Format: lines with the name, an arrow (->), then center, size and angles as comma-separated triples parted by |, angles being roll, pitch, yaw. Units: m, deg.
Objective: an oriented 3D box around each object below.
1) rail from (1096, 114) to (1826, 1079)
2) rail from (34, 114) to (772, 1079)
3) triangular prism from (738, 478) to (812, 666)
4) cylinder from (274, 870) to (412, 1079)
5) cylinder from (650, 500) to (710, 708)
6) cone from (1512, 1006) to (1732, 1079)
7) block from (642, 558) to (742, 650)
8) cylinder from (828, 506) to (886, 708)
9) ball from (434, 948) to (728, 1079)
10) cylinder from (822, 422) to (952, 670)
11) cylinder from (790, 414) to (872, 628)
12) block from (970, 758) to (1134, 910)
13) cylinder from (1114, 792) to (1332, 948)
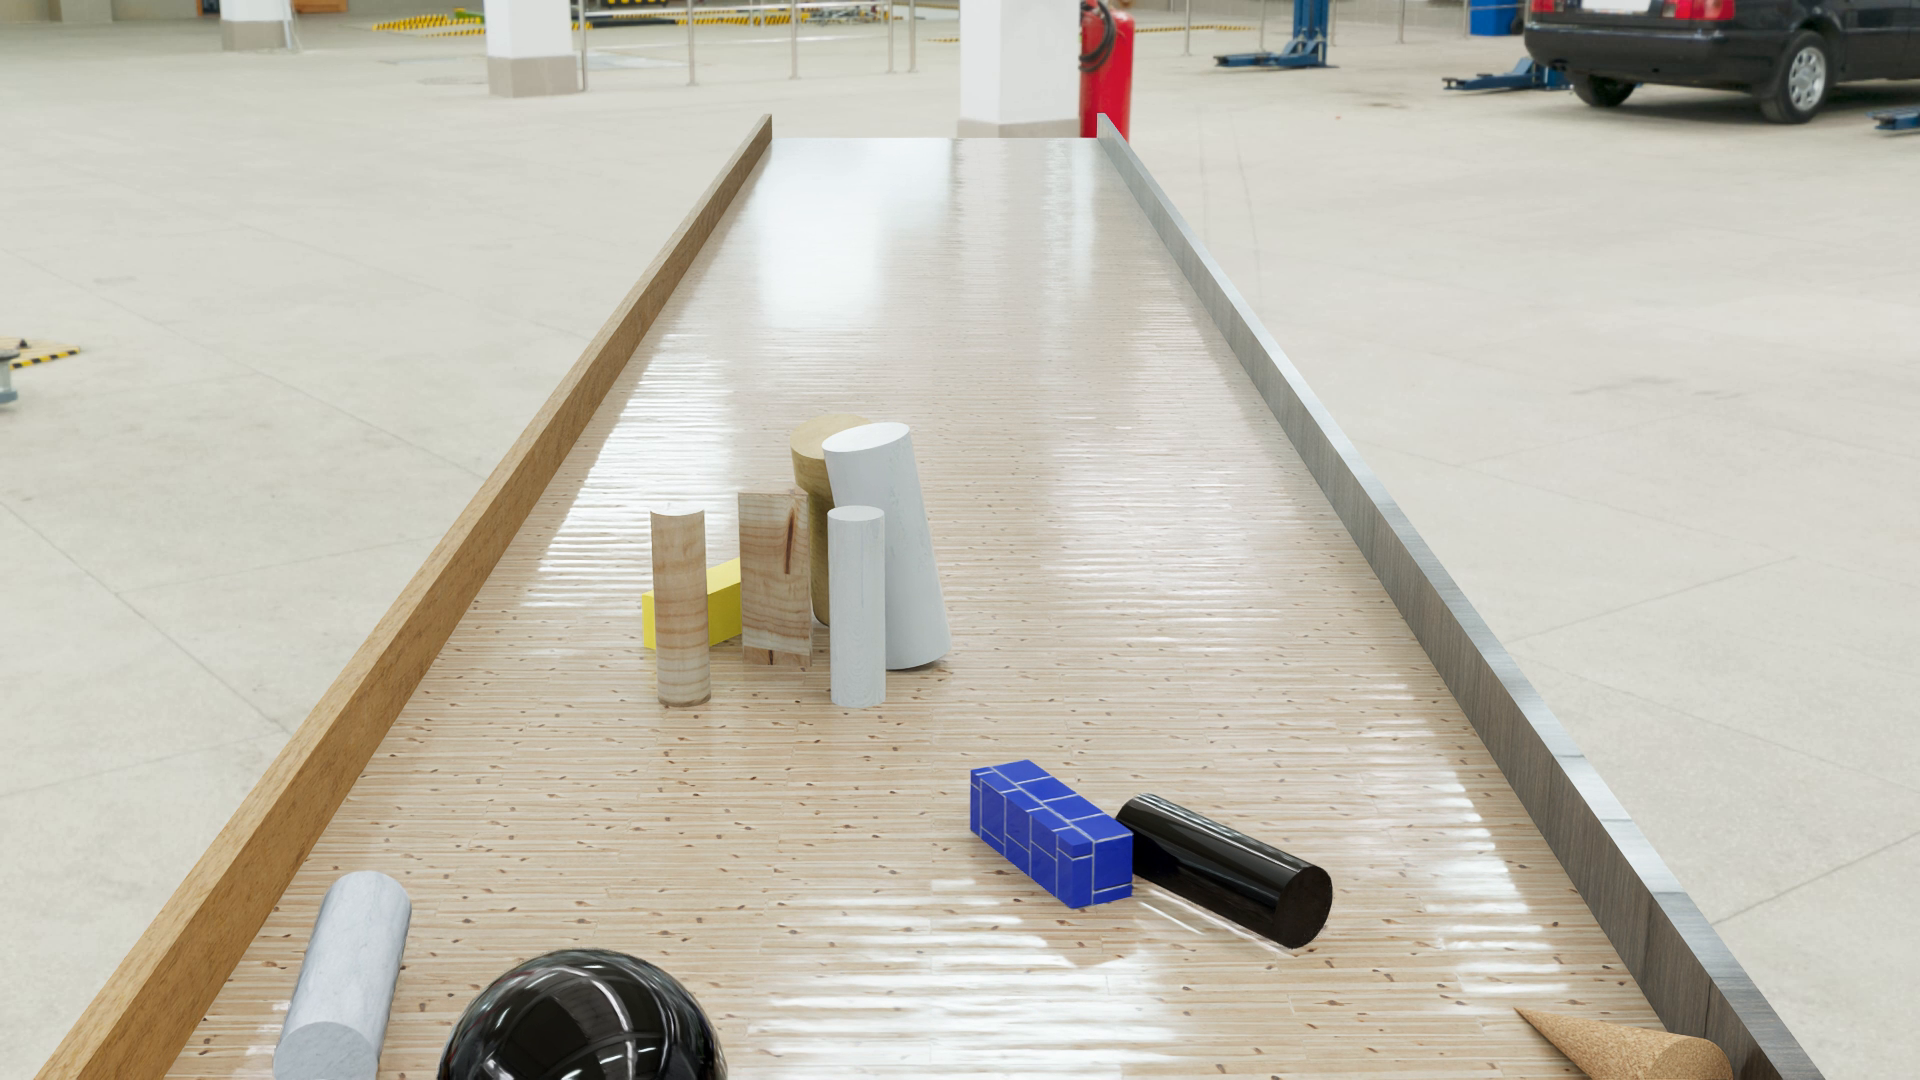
rail -> 0.932, -0.844, 7.801 | 0.050, 0.150, 12.000 | 0, 17, -1
rail -> -1.118, -0.838, 7.780 | 0.050, 0.150, 12.000 | 0, 17, -1
triangular prism -> -0.358, 0.062, 4.395 | 0.139, 0.355, 0.121 | 2, 17, 7
cylinder -> -0.830, 0.601, 2.981 | 0.127, 0.127, 0.444 | -2, 17, -8
cylinder -> -0.527, 0.121, 4.156 | 0.101, 0.378, 0.101 | 0, 17, 0
cone -> 0.831, 0.663, 2.878 | 0.137, 0.137, 0.370 | -6, 7, -20
block -> -0.488, 0.126, 4.607 | 0.112, 0.112, 0.400 | 11, 20, 32
cylinder -> -0.194, 0.126, 4.158 | 0.106, 0.368, 0.106 | 0, 17, 0
ball -> -0.431, 0.634, 2.511 | 0.333, 0.333, 0.333 | 0, 17, 0
cylinder -> -0.142, 0.012, 4.345 | 0.174, 0.456, 0.174 | -10, 18, 3
cylinder -> -0.239, -0.035, 4.548 | 0.178, 0.420, 0.178 | -4, 34, 2
block -> 0.140, 0.462, 3.486 | 0.107, 0.107, 0.333 | -8, 19, -26
cylinder -> 0.391, 0.497, 3.333 | 0.127, 0.127, 0.348 | -13, 21, -37
